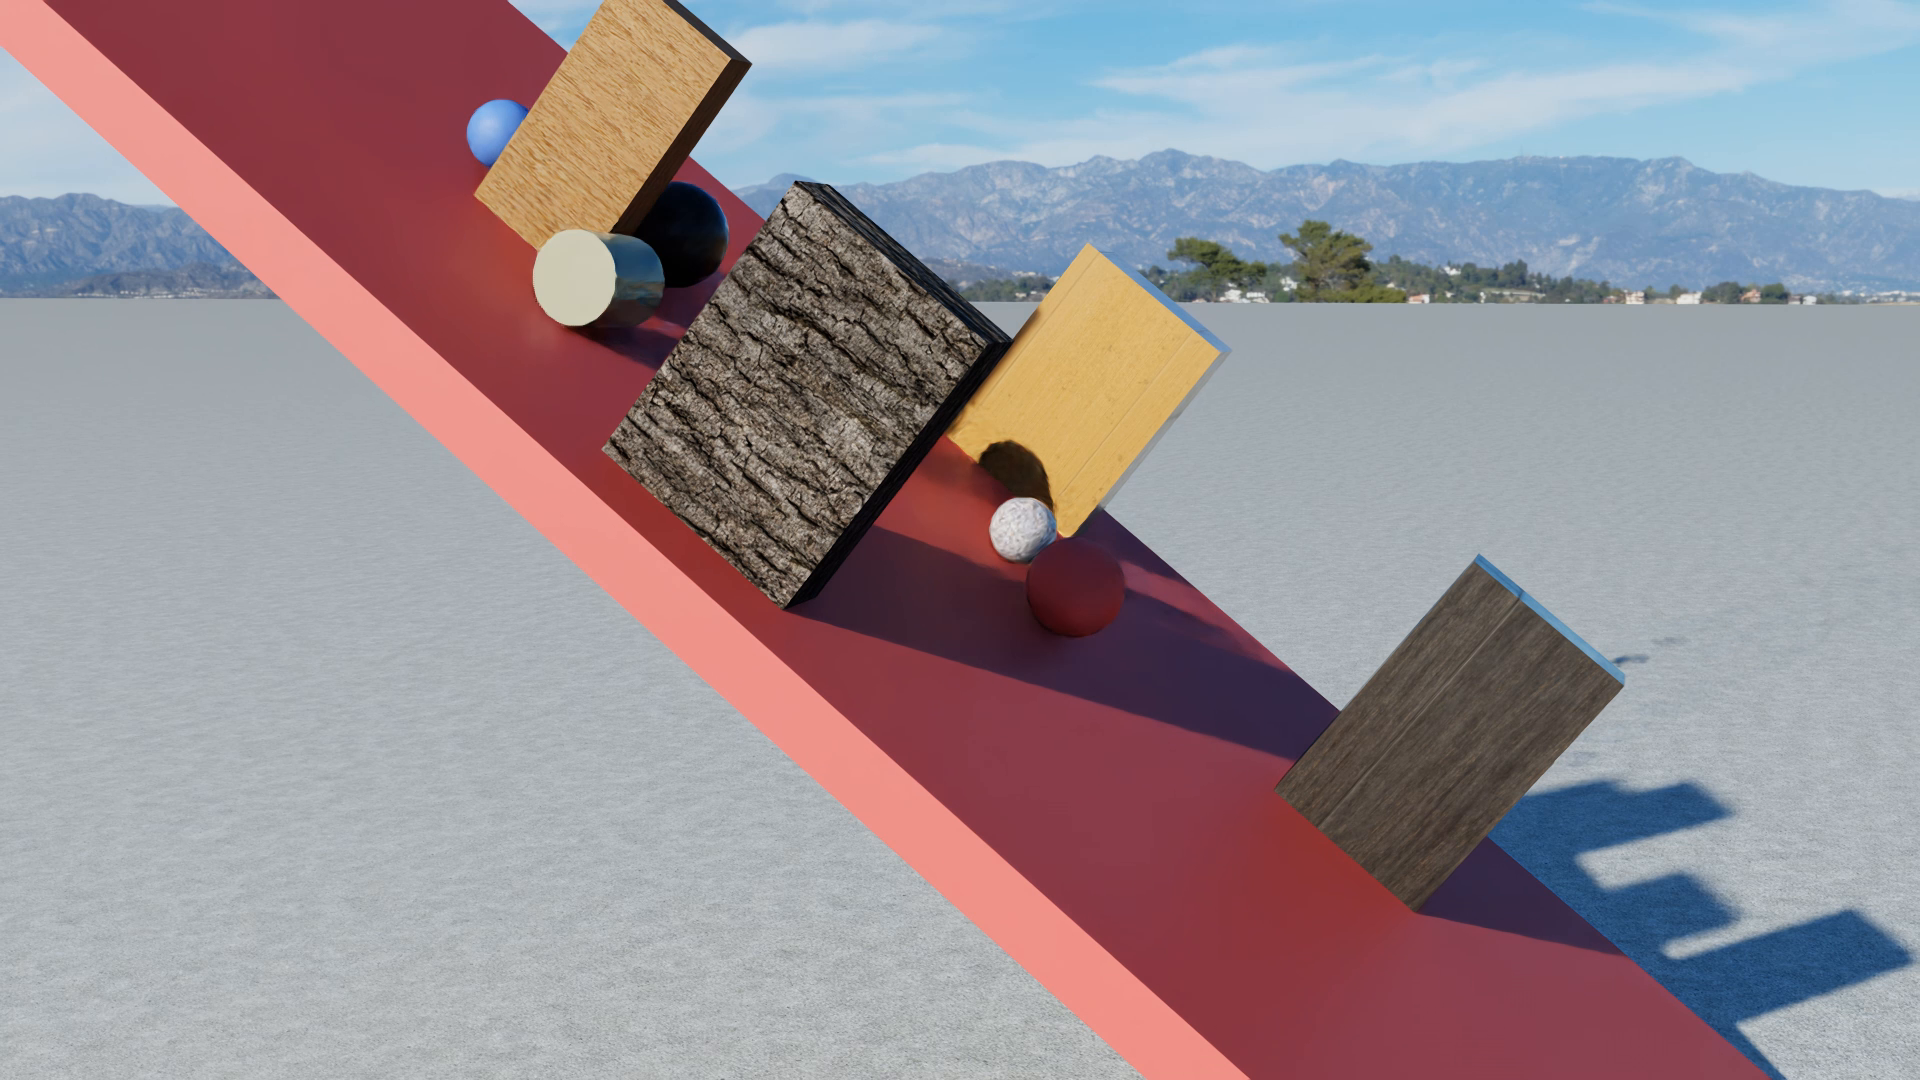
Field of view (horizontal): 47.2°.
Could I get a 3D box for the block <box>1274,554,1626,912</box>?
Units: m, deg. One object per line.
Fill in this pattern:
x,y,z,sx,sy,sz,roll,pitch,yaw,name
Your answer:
0.892,0.353,4.027,0.338,0.564,0.122,41,16,9,block

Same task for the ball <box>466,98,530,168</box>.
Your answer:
-0.825,-0.731,3.972,0.129,0.129,0.129,0,7,0,ball

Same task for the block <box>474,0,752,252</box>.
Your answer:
-0.610,-0.718,3.849,0.248,0.483,0.097,41,16,9,block

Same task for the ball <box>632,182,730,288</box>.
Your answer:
-0.534,-0.574,4.135,0.199,0.199,0.199,0,7,0,ball

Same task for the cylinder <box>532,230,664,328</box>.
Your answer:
-0.602,-0.435,3.673,0.158,0.158,0.158,3,5,22,cylinder

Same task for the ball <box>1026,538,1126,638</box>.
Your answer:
0.208,0.086,3.972,0.181,0.181,0.181,0,7,0,ball

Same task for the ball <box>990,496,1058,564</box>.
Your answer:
0.120,-0.018,4.159,0.129,0.129,0.129,0,7,0,ball

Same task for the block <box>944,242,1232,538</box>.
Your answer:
0.263,-0.311,4.591,0.354,0.503,0.141,41,16,9,block

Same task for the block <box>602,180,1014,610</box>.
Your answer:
-0.228,-0.214,3.258,0.370,0.504,0.138,41,16,9,block

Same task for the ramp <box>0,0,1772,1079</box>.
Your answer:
-0.016,0.067,4.047,4.000,0.100,2.000,41,16,9,ramp
